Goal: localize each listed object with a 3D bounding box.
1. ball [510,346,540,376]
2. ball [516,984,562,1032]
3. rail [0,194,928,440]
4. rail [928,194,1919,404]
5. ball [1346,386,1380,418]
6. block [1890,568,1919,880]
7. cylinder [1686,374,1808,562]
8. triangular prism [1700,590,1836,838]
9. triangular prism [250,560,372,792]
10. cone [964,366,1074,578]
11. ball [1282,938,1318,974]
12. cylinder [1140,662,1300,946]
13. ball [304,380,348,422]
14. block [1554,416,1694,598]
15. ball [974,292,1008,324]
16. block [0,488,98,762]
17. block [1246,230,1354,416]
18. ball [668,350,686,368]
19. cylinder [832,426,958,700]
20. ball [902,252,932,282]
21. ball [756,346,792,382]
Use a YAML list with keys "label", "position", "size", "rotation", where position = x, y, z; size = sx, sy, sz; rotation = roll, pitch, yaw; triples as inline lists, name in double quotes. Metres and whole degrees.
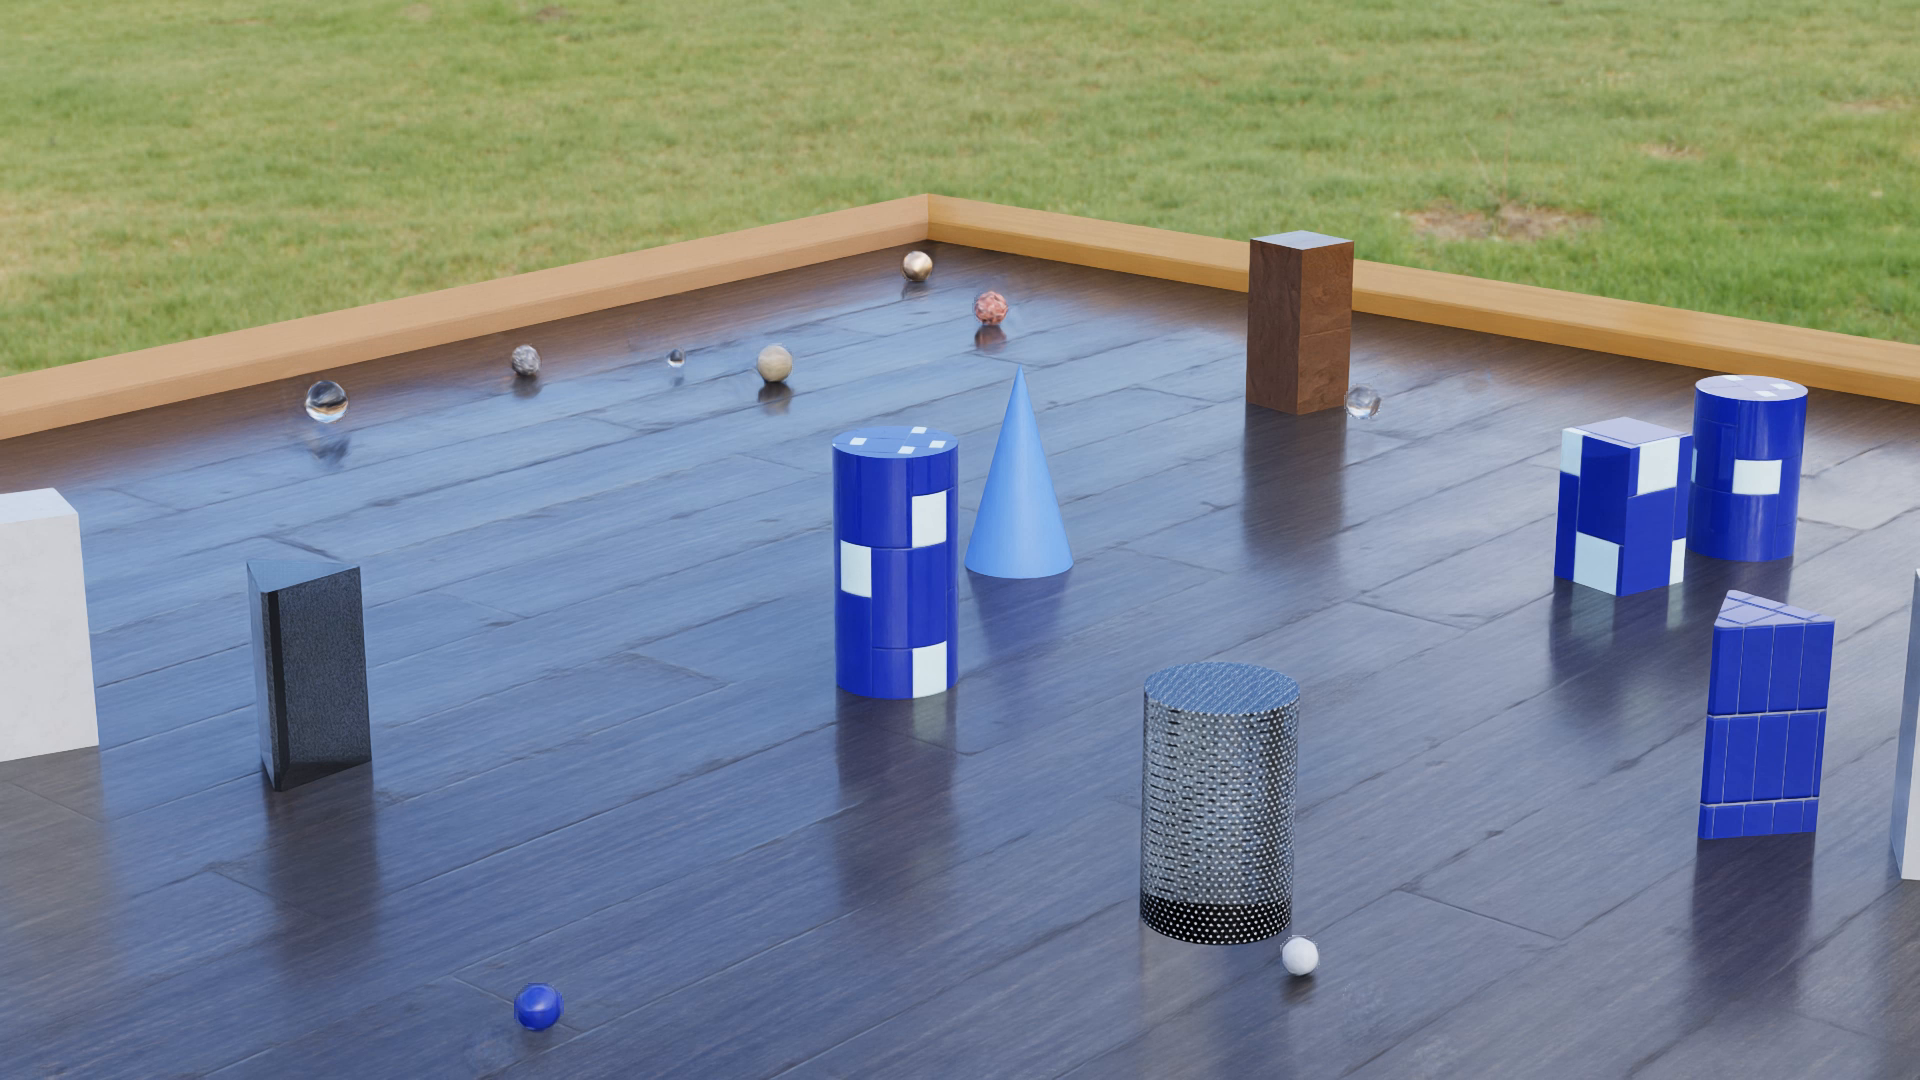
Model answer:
- label: "ball"
  position: [-0.993, -0.410, 6.697]
  size: [0.068, 0.068, 0.068]
  rotation: [0, 17, 0]
- label: "ball"
  position: [-0.503, 0.559, 3.504]
  size: [0.055, 0.055, 0.055]
  rotation: [0, 17, 0]
- label: "rail"
  position: [-1.656, -0.382, 6.496]
  size: [0.045, 0.129, 4.824]
  rotation: [14, 22, 39]
- label: "rail"
  position: [1.566, -0.488, 6.846]
  size: [4.433, 0.129, 0.045]
  rotation: [14, 22, 39]
- label: "ball"
  position: [0.869, -0.297, 6.317]
  size: [0.071, 0.071, 0.071]
  rotation: [0, 17, 0]
- label: "block"
  position: [1.359, 0.251, 3.946]
  size: [0.159, 0.388, 0.159]
  rotation: [3, 17, 11]
- label: "cylinder"
  position: [1.440, -0.133, 5.376]
  size: [0.198, 0.300, 0.198]
  rotation: [0, 17, 0]
- label: "triangular prism"
  position: [1.102, 0.240, 4.117]
  size: [0.172, 0.311, 0.149]
  rotation: [-3, 17, -9]
- label: "triangular prism"
  position: [-0.988, 0.187, 4.309]
  size: [0.149, 0.303, 0.172]
  rotation: [14, 22, 38]
- label: "cone"
  position: [0.107, -0.138, 5.268]
  size: [0.198, 0.372, 0.198]
  rotation: [0, 17, 0]
- label: "ball"
  position: [0.423, 0.519, 3.653]
  size: [0.046, 0.046, 0.046]
  rotation: [0, 17, 0]
- label: "cylinder"
  position: [0.334, 0.338, 3.788]
  size: [0.198, 0.313, 0.198]
  rotation: [0, 17, 0]
- label: "ball"
  position: [-1.357, -0.296, 6.281]
  size: [0.091, 0.091, 0.091]
  rotation: [0, 17, 0]
- label: "block"
  position: [1.173, -0.061, 5.190]
  size: [0.159, 0.269, 0.159]
  rotation: [-12, 20, -34]
- label: "ball"
  position: [0.077, -0.569, 7.204]
  size: [0.081, 0.081, 0.081]
  rotation: [0, 17, 0]
- label: "block"
  position: [-1.408, 0.126, 4.404]
  size: [0.159, 0.365, 0.159]
  rotation: [-9, 19, -28]
- label: "block"
  position: [0.741, -0.476, 6.404]
  size: [0.159, 0.364, 0.159]
  rotation: [-13, 21, -37]
- label: "ball"
  position: [-0.656, -0.420, 6.777]
  size: [0.041, 0.041, 0.041]
  rotation: [0, 17, 0]
- label: "cylinder"
  position: [-0.102, 0.034, 4.659]
  size: [0.198, 0.393, 0.198]
  rotation: [0, 17, 0]
- label: "ball"
  position: [-0.112, -0.719, 7.705]
  size: [0.079, 0.079, 0.079]
  rotation: [0, 17, 0]
- label: "ball"
  position: [-0.420, -0.399, 6.636]
  size: [0.083, 0.083, 0.083]
  rotation: [0, 17, 0]
